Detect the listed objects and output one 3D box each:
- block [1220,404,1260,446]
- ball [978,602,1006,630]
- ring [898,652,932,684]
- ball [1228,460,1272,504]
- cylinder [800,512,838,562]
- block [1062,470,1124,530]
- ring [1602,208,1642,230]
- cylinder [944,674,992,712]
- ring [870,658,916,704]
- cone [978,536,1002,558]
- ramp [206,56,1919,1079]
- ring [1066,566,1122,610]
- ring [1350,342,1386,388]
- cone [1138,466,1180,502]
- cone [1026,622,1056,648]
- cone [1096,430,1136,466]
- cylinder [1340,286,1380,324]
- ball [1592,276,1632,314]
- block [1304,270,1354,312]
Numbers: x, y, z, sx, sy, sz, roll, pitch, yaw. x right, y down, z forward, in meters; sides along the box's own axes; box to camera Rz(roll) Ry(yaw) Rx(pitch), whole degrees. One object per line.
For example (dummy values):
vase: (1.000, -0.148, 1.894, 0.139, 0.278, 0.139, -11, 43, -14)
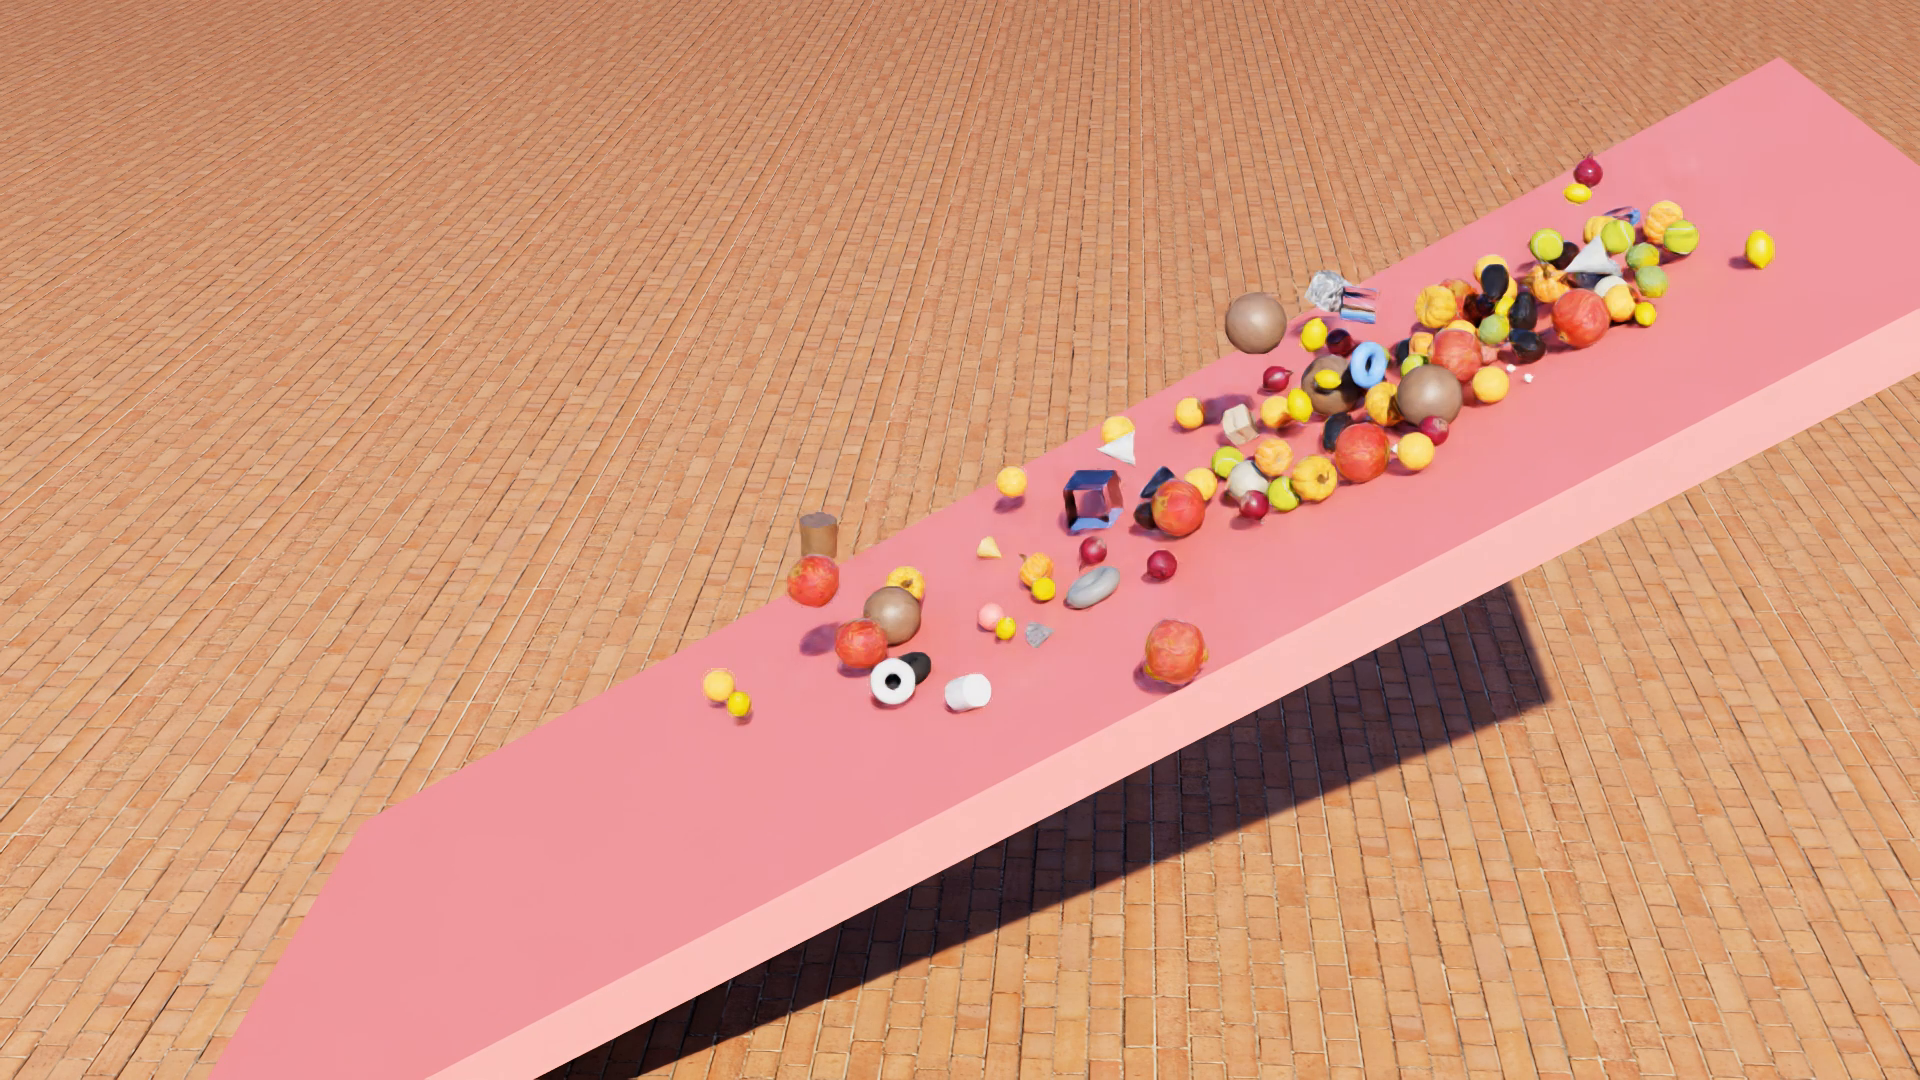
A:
block: (0.606, -0.249, 6.363, 0.057, 0.057, 0.057, -24, 55, 19)
ball: (0.066, 0.159, 6.146, 0.060, 0.060, 0.060, 0, 19, 0)
ring: (-0.120, 0.282, 6.145, 0.136, 0.045, 0.136, -29, 15, 8)
ball: (0.585, -0.116, 5.950, 0.090, 0.090, 0.090, 0, 19, 0)
cylinder: (-0.336, -0.007, 6.989, 0.088, 0.088, 0.088, -1, 23, 1)
block: (0.290, -0.088, 6.389, 0.095, 0.095, 0.095, -2, 27, 24)
ring: (1.387, -0.675, 6.166, 0.083, 0.028, 0.083, -14, 21, 6)
cylinder: (0.015, 0.298, 5.756, 0.066, 0.066, 0.066, -14, -2, -35)
ring: (-0.137, 0.289, 5.993, 0.094, 0.094, 0.031, 2, -6, 5)
cone: (0.077, 0.028, 6.616, 0.054, 0.054, 0.054, -17, 38, -41)
ramp: (0.142, 0.168, 6.285, 4.000, 0.100, 2.000, -28, 15, 12)
ring: (0.271, 0.096, 5.977, 0.126, 0.042, 0.126, -30, 13, 8)
ring: (0.831, -0.356, 5.988, 0.097, 0.097, 0.032, -15, 22, -38)
cone: (0.409, -0.105, 6.249, 0.081, 0.081, 0.081, -22, 27, -26)
cone: (0.171, 0.186, 5.914, 0.055, 0.055, 0.055, -9, 20, -34)
cone: (0.318, -0.185, 6.002, 0.078, 0.078, 0.078, -4, 18, 6)
cylinder: (0.856, -0.503, 6.296, 0.076, 0.076, 0.076, 8, 20, 12)
ball: (1.282, -0.481, 5.779, 0.076, 0.076, 0.076, 0, 19, 0)
block: (0.833, -0.562, 6.640, 0.067, 0.067, 0.067, 37, 26, 27)
